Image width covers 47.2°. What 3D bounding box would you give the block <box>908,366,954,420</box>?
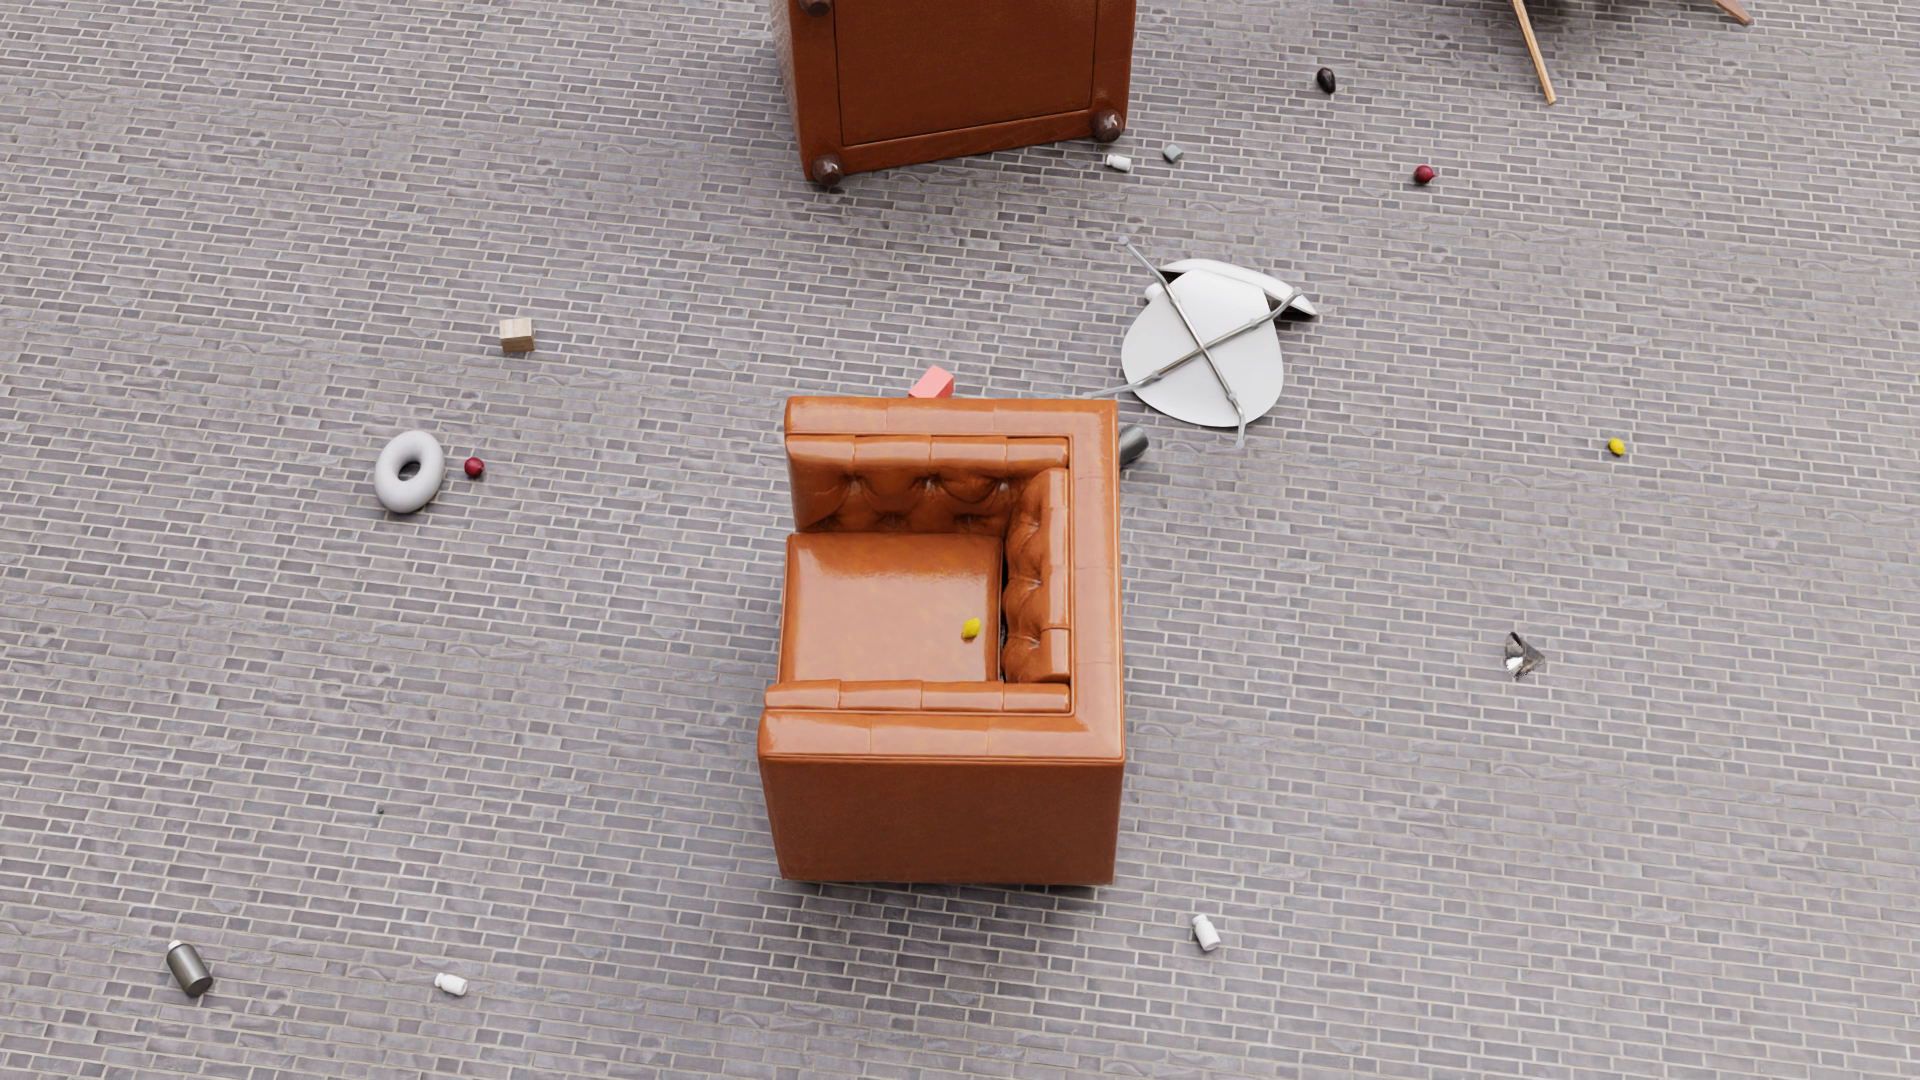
[{"bbox_3d":[-0.089,-0.460,6.835,0.077,0.079,0.134,30,61,19],"label":"block"}]

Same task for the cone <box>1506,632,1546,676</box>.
[{"bbox_3d":[1.642,0.333,6.328,0.110,0.077,0.137,6,61,-20],"label":"cone"}]

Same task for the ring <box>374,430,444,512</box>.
[{"bbox_3d":[-1.667,-0.208,6.656,0.204,0.098,0.290,6,55,2],"label":"ring"}]

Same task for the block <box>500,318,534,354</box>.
[{"bbox_3d":[-1.401,-0.647,6.962,0.097,0.076,0.074,-6,56,-4],"label":"block"}]

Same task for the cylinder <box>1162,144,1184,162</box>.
[{"bbox_3d":[0.721,-1.307,7.432,0.056,0.031,0.047,-37,66,-24],"label":"cylinder"}]
